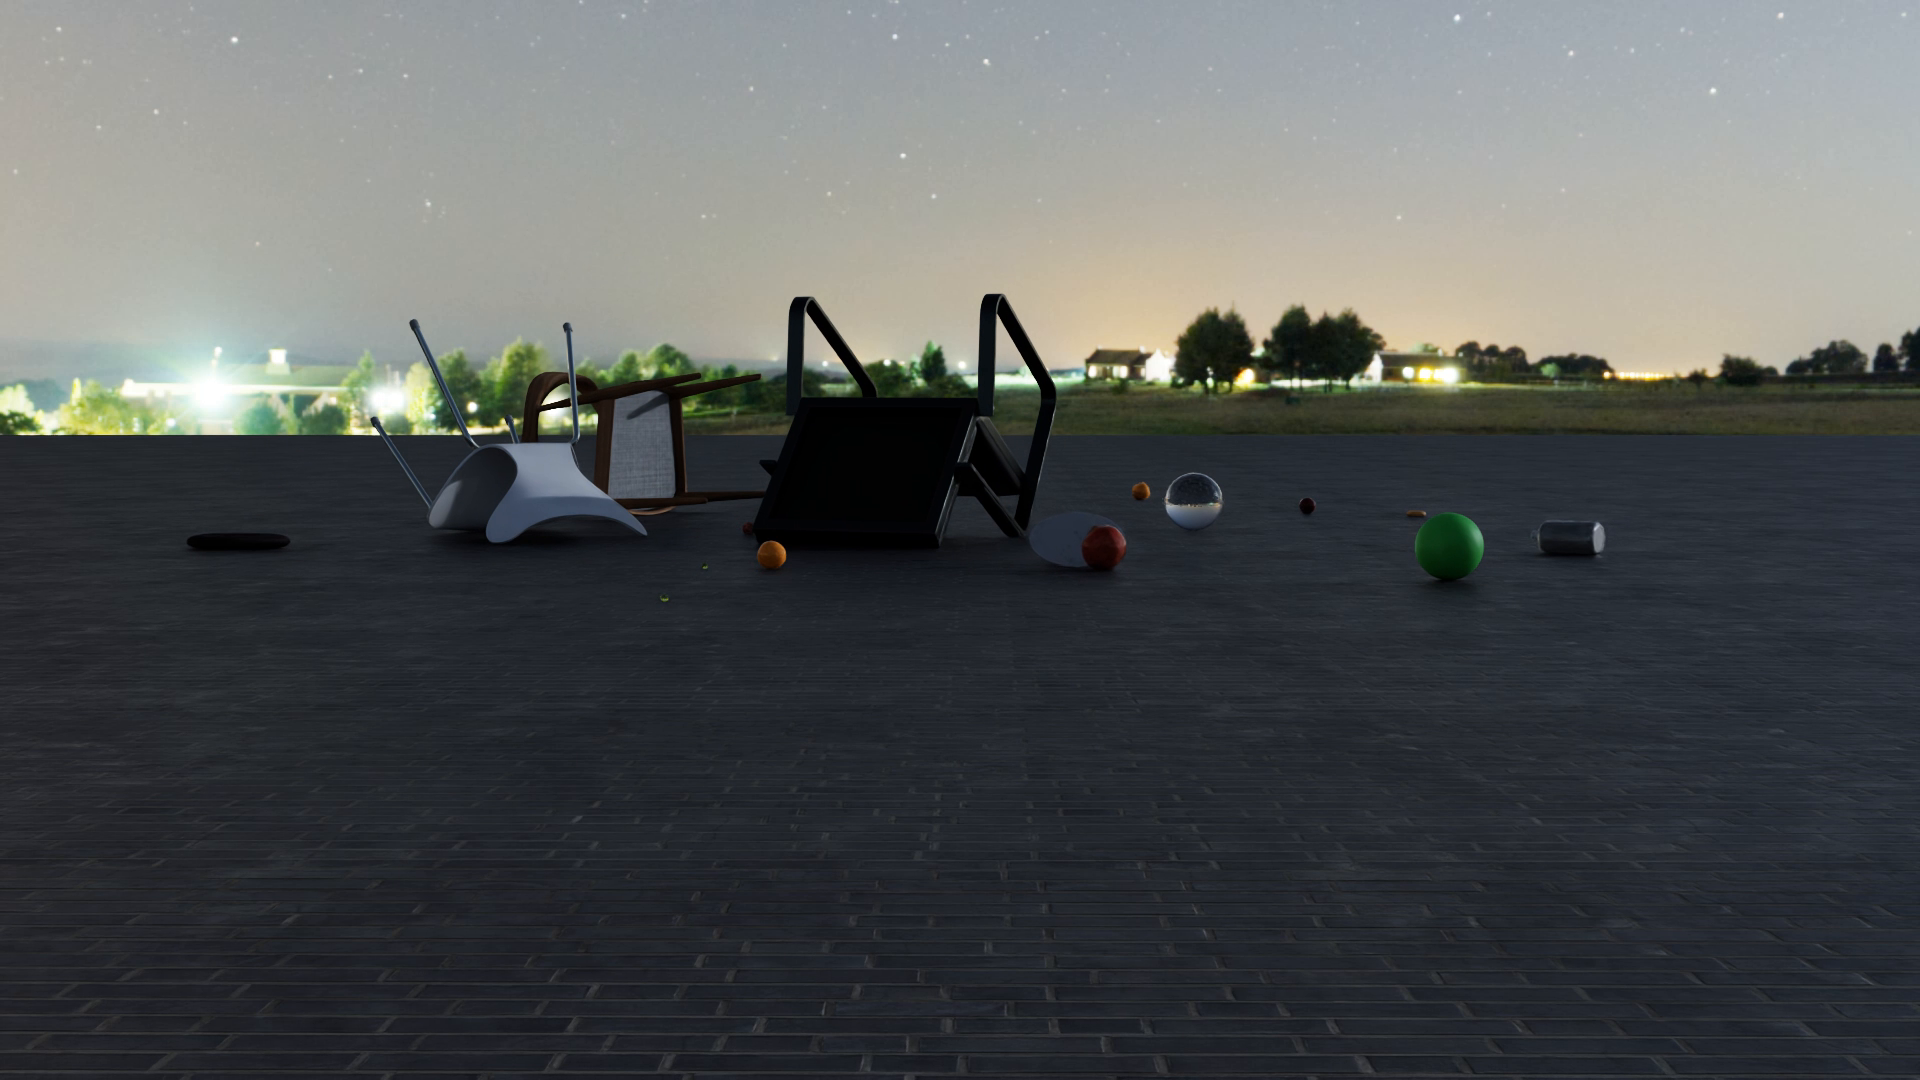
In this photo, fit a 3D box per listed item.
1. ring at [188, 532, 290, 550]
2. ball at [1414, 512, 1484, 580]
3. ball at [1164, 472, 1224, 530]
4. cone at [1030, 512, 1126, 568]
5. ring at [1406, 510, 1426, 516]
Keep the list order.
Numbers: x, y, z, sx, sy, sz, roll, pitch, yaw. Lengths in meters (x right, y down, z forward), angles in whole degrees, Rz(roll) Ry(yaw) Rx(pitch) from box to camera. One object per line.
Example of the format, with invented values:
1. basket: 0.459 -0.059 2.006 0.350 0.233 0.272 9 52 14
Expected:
1. ring: -2.038 0.003 6.212 0.285 0.040 0.152 0 5 -5
2. ball: 1.149 0.015 5.166 0.160 0.160 0.160 0 4 0
3. ball: 0.741 -0.121 6.964 0.184 0.184 0.184 0 4 0
4. cone: 0.296 0.028 5.644 0.245 0.151 0.147 0 -23 -3
5. ring: 1.607 -0.092 7.746 0.068 0.021 0.061 0 5 -9
